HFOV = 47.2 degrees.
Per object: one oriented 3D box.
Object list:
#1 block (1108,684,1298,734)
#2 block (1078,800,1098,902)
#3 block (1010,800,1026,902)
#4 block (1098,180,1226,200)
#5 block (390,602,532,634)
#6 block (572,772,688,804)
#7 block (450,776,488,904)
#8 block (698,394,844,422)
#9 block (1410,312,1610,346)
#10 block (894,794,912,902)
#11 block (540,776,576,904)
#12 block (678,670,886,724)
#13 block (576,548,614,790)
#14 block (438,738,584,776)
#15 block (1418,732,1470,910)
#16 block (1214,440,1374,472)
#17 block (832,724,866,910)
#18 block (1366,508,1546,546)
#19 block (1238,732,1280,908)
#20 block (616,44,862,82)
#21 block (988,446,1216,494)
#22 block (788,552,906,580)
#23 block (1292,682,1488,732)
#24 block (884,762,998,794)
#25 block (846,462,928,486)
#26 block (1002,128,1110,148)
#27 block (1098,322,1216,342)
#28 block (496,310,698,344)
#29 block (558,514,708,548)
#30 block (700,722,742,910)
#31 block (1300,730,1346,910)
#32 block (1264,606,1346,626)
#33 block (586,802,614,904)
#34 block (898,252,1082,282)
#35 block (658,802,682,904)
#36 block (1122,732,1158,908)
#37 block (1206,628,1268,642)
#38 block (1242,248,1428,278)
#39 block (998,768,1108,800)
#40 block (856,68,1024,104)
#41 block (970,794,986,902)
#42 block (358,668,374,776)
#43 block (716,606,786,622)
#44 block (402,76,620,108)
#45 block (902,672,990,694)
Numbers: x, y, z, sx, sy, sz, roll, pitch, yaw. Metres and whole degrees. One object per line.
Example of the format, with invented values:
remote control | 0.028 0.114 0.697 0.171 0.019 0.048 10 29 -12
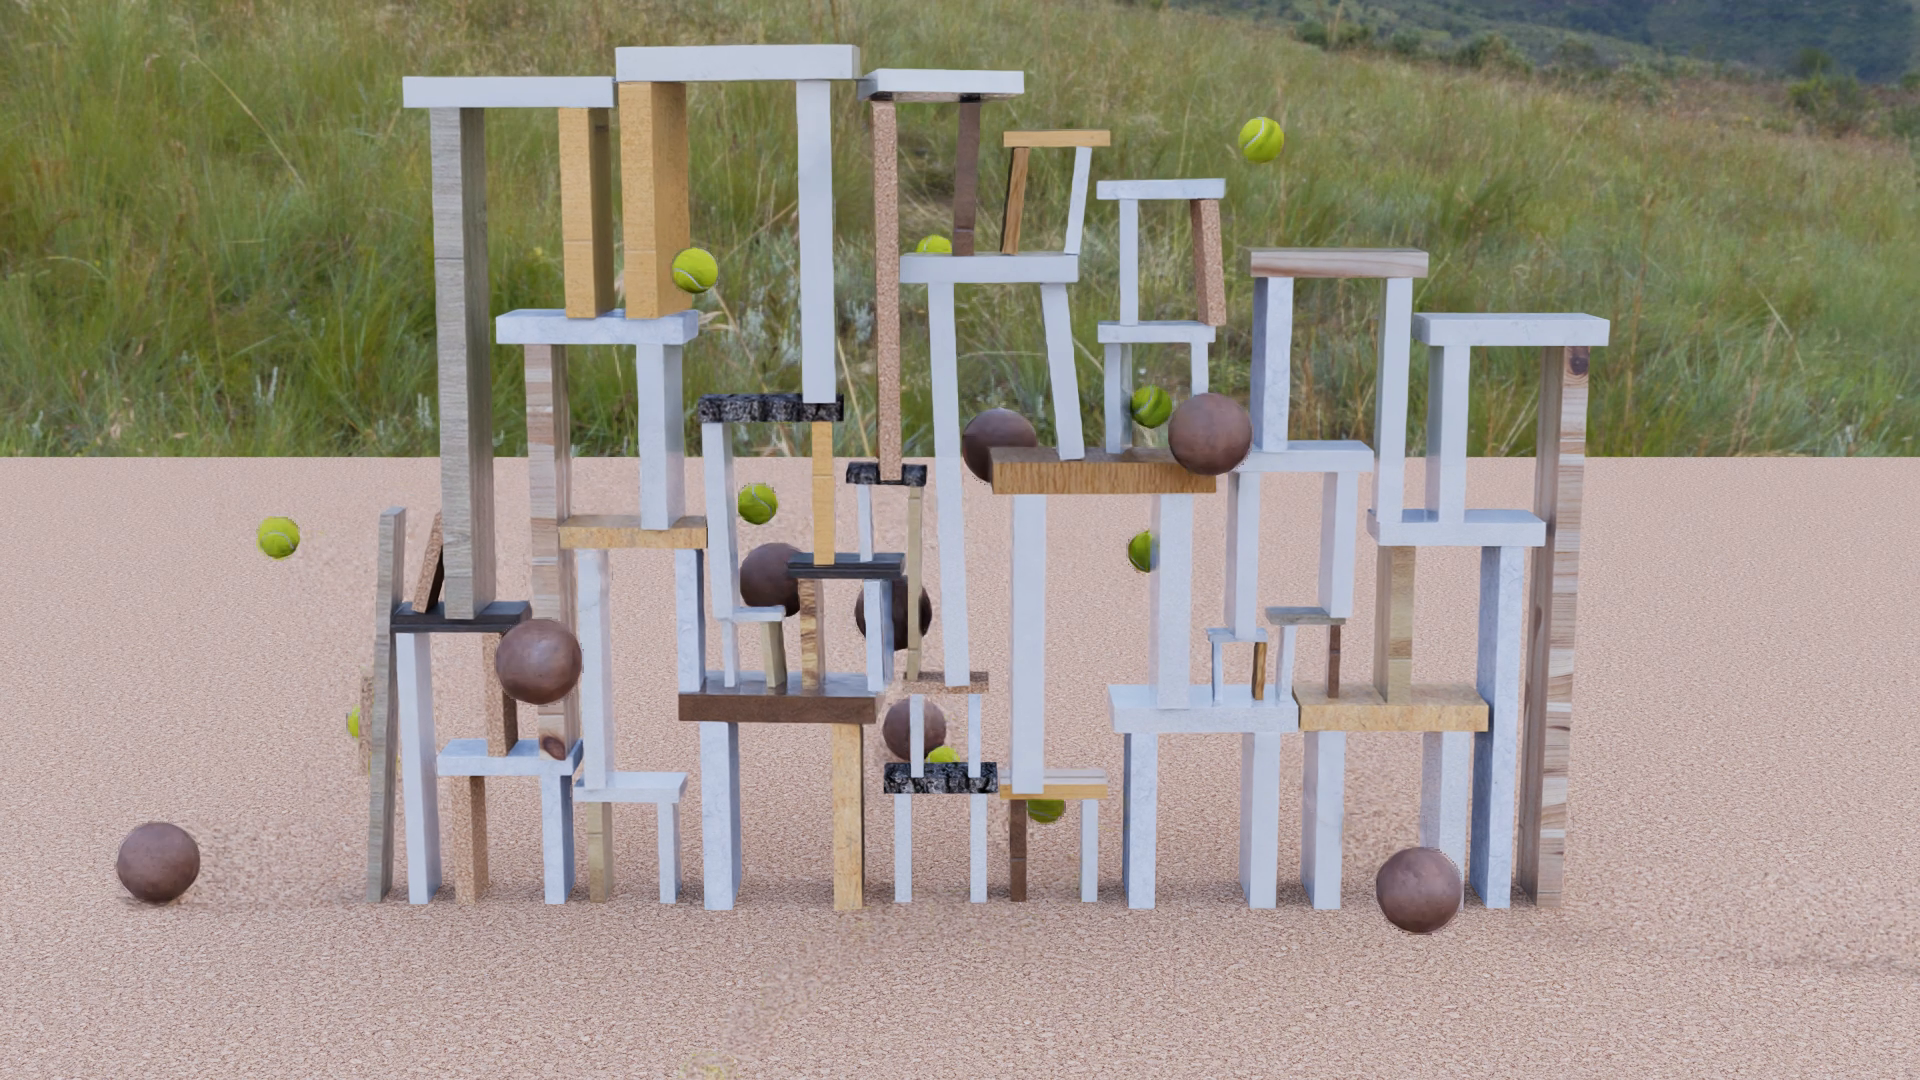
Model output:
block | 0.396 0.277 3.615 0.297 0.042 0.149 0 11 -1
block | 0.214 0.502 3.657 0.025 0.176 0.088 0 11 0
block | 0.096 0.502 3.657 0.025 0.176 0.088 0 11 -1
block | 0.318 -0.553 3.469 0.196 0.028 0.098 1 10 8
block | -0.812 0.125 3.583 0.207 0.029 0.104 0 10 -1
block | -0.543 0.408 3.629 0.174 0.025 0.087 0 11 2
block | -0.814 0.481 3.654 0.031 0.220 0.110 0 10 0
block | -0.300 -0.211 3.511 0.229 0.032 0.114 0 10 -3
block | 0.872 -0.336 3.499 0.280 0.040 0.140 0 11 -1
block | -0.094 0.498 3.656 0.026 0.186 0.093 0 11 0
block | -0.667 0.481 3.654 0.031 0.220 0.110 0 10 0
block | -0.288 0.256 3.600 0.318 0.045 0.159 1 11 4
block | -0.594 0.198 3.595 0.033 0.399 0.117 0 11 -1
block | -0.741 0.358 3.630 0.220 0.031 0.110 0 10 -1
block | 0.800 0.442 3.641 0.043 0.301 0.150 0 11 0
block | 0.536 -0.136 3.540 0.238 0.034 0.119 0 11 -1
block | -0.184 0.433 3.640 0.045 0.318 0.159 0 11 0
block | 0.797 -0.021 3.546 0.261 0.037 0.131 0 11 1
block | 0.496 0.443 3.644 0.042 0.297 0.148 0 11 0
block | -0.339 -0.737 3.410 0.358 0.051 0.179 0 11 2
block | 0.225 -0.113 3.537 0.351 0.050 0.176 0 11 -1
block | -0.183 0.041 3.567 0.181 0.026 0.090 1 10 4
block | 0.700 0.273 3.612 0.301 0.043 0.150 0 11 1
block | -0.032 0.393 3.636 0.186 0.026 0.093 0 11 0
block | -0.117 -0.106 3.524 0.126 0.018 0.063 2 19 1
block | 0.150 -0.629 3.437 0.165 0.023 0.082 -1 13 0
block | 0.312 -0.332 3.507 0.183 0.026 0.091 0 10 3
block | -0.573 -0.339 3.492 0.293 0.042 0.147 0 11 3
block | -0.519 -0.014 3.553 0.235 0.033 0.117 0 11 1
block | -0.395 0.433 3.641 0.045 0.318 0.159 0 11 0
block | 0.600 0.442 3.641 0.043 0.301 0.150 0 11 0
block | 0.563 0.123 3.586 0.121 0.017 0.061 1 11 -2
block | -0.596 0.505 3.648 0.025 0.174 0.087 0 11 1
block | 0.049 -0.431 3.471 0.279 0.040 0.140 0 11 6
block | -0.482 0.505 3.650 0.025 0.174 0.087 0 11 -1
block | 0.297 0.444 3.644 0.042 0.297 0.148 0 11 0
block | 0.452 0.155 3.593 0.095 0.014 0.048 0 11 0
block | 0.591 -0.440 3.479 0.274 0.039 0.137 0 11 1
block | 0.153 0.404 3.638 0.176 0.025 0.088 0 11 -1
block | -0.032 -0.699 3.388 0.233 0.033 0.117 -3 4 -19
block | 0.030 0.498 3.656 0.026 0.186 0.093 0 11 0
block | -0.975 0.300 3.625 0.023 0.163 0.081 2 6 -10
block | -0.340 0.120 3.574 0.106 0.015 0.053 -1 10 3
block | -0.686 -0.696 3.423 0.319 0.045 0.160 0 11 1
block | -0.023 0.233 3.600 0.140 0.020 0.070 0 11 0
